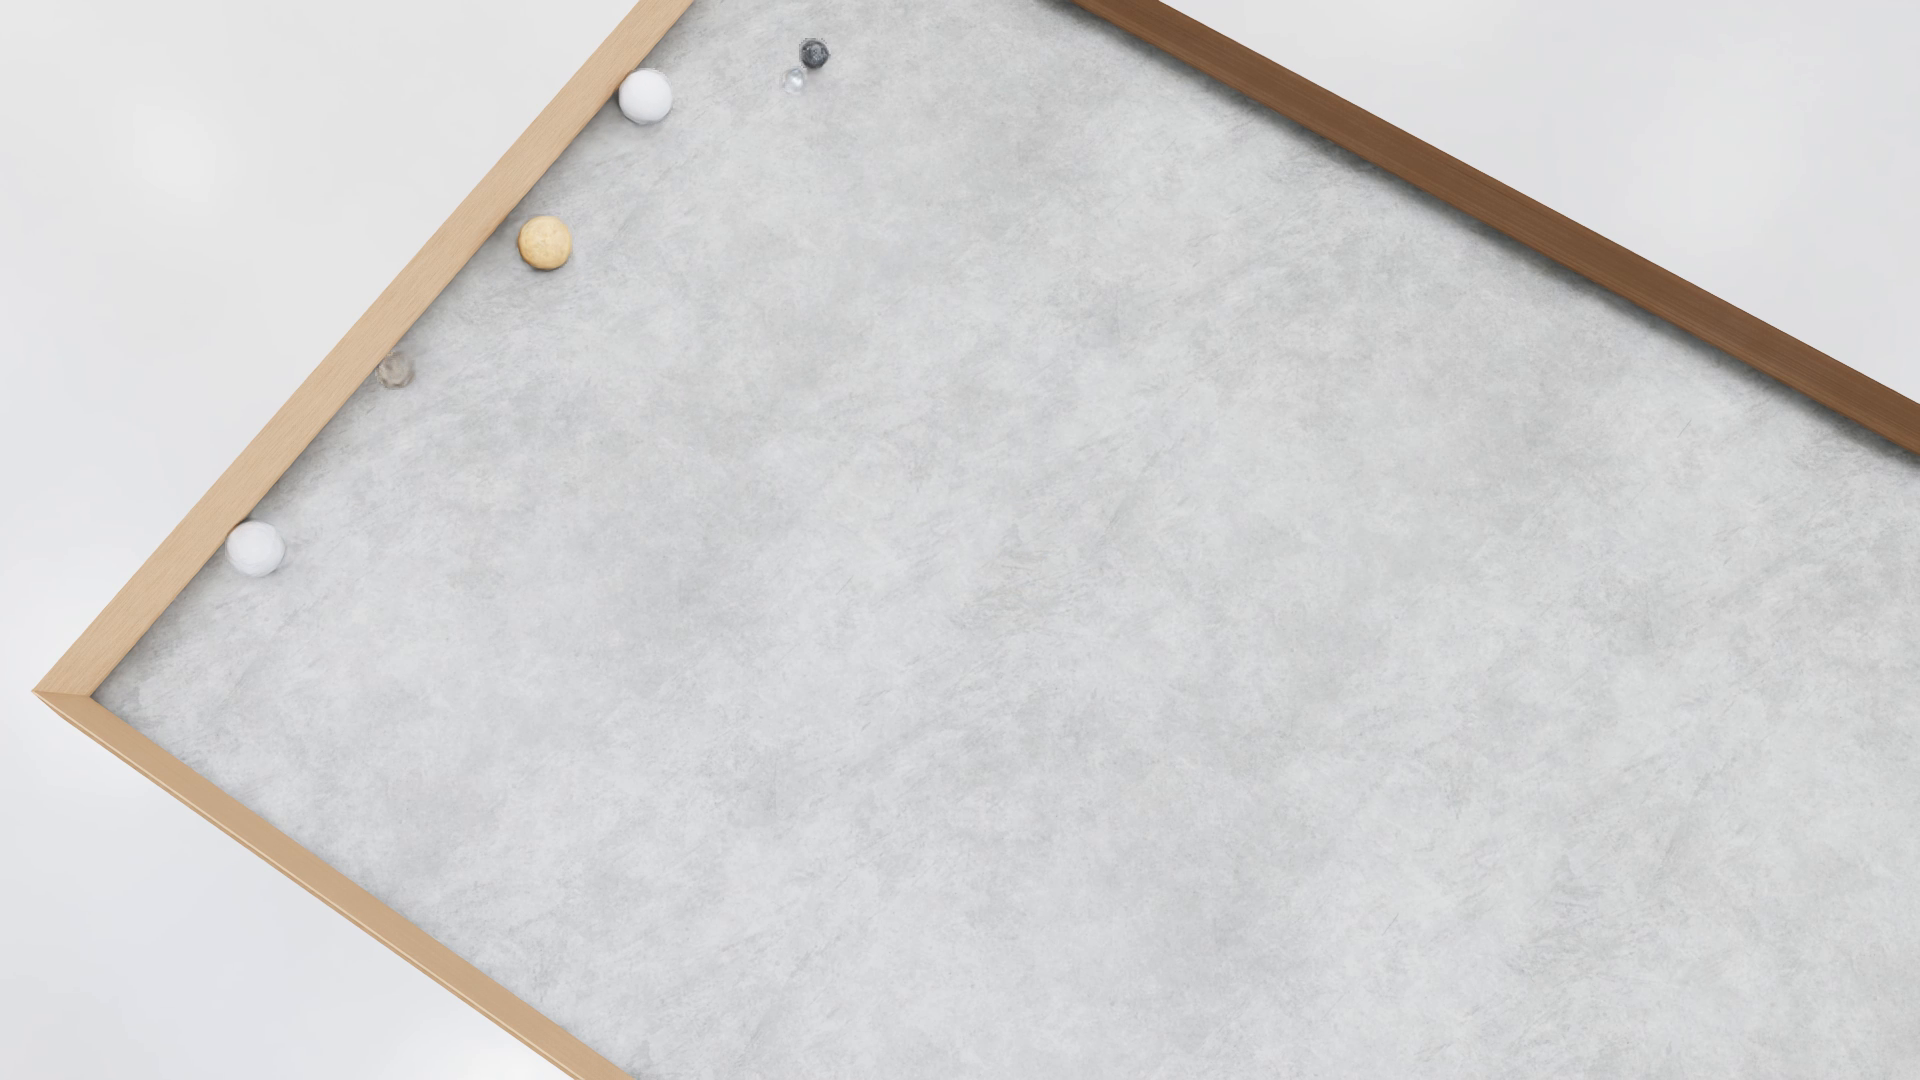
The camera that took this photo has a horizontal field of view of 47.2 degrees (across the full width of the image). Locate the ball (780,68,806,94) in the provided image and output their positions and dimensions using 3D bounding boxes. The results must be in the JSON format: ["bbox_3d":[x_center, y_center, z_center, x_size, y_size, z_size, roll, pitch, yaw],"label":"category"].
[{"bbox_3d":[-0.296,-0.813,3.894,0.045,0.045,0.045,0,66,0],"label":"ball"}]

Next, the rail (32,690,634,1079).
[{"bbox_3d":[0.296,1.264,2.948,4.060,0.122,0.045,31,70,13],"label":"rail"}]

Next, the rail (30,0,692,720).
[{"bbox_3d":[-0.826,-0.514,3.721,0.045,0.122,2.037,31,70,13],"label":"rail"}]

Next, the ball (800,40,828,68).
[{"bbox_3d":[-0.259,-0.865,3.914,0.050,0.050,0.050,0,66,0],"label":"ball"}]

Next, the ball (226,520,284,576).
[{"bbox_3d":[-1.124,0.013,3.510,0.089,0.089,0.089,0,66,0],"label":"ball"}]

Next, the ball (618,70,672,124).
[{"bbox_3d":[-0.551,-0.775,3.851,0.094,0.094,0.094,0,66,0],"label":"ball"}]

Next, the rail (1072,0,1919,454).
[{"bbox_3d":[1.396,-0.257,3.609,4.060,0.122,0.045,31,70,13],"label":"rail"}]

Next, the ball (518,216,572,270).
[{"bbox_3d":[-0.705,-0.505,3.735,0.091,0.091,0.091,0,66,0],"label":"ball"}]

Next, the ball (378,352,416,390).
[{"bbox_3d":[-0.936,-0.282,3.654,0.062,0.062,0.062,0,66,0],"label":"ball"}]
